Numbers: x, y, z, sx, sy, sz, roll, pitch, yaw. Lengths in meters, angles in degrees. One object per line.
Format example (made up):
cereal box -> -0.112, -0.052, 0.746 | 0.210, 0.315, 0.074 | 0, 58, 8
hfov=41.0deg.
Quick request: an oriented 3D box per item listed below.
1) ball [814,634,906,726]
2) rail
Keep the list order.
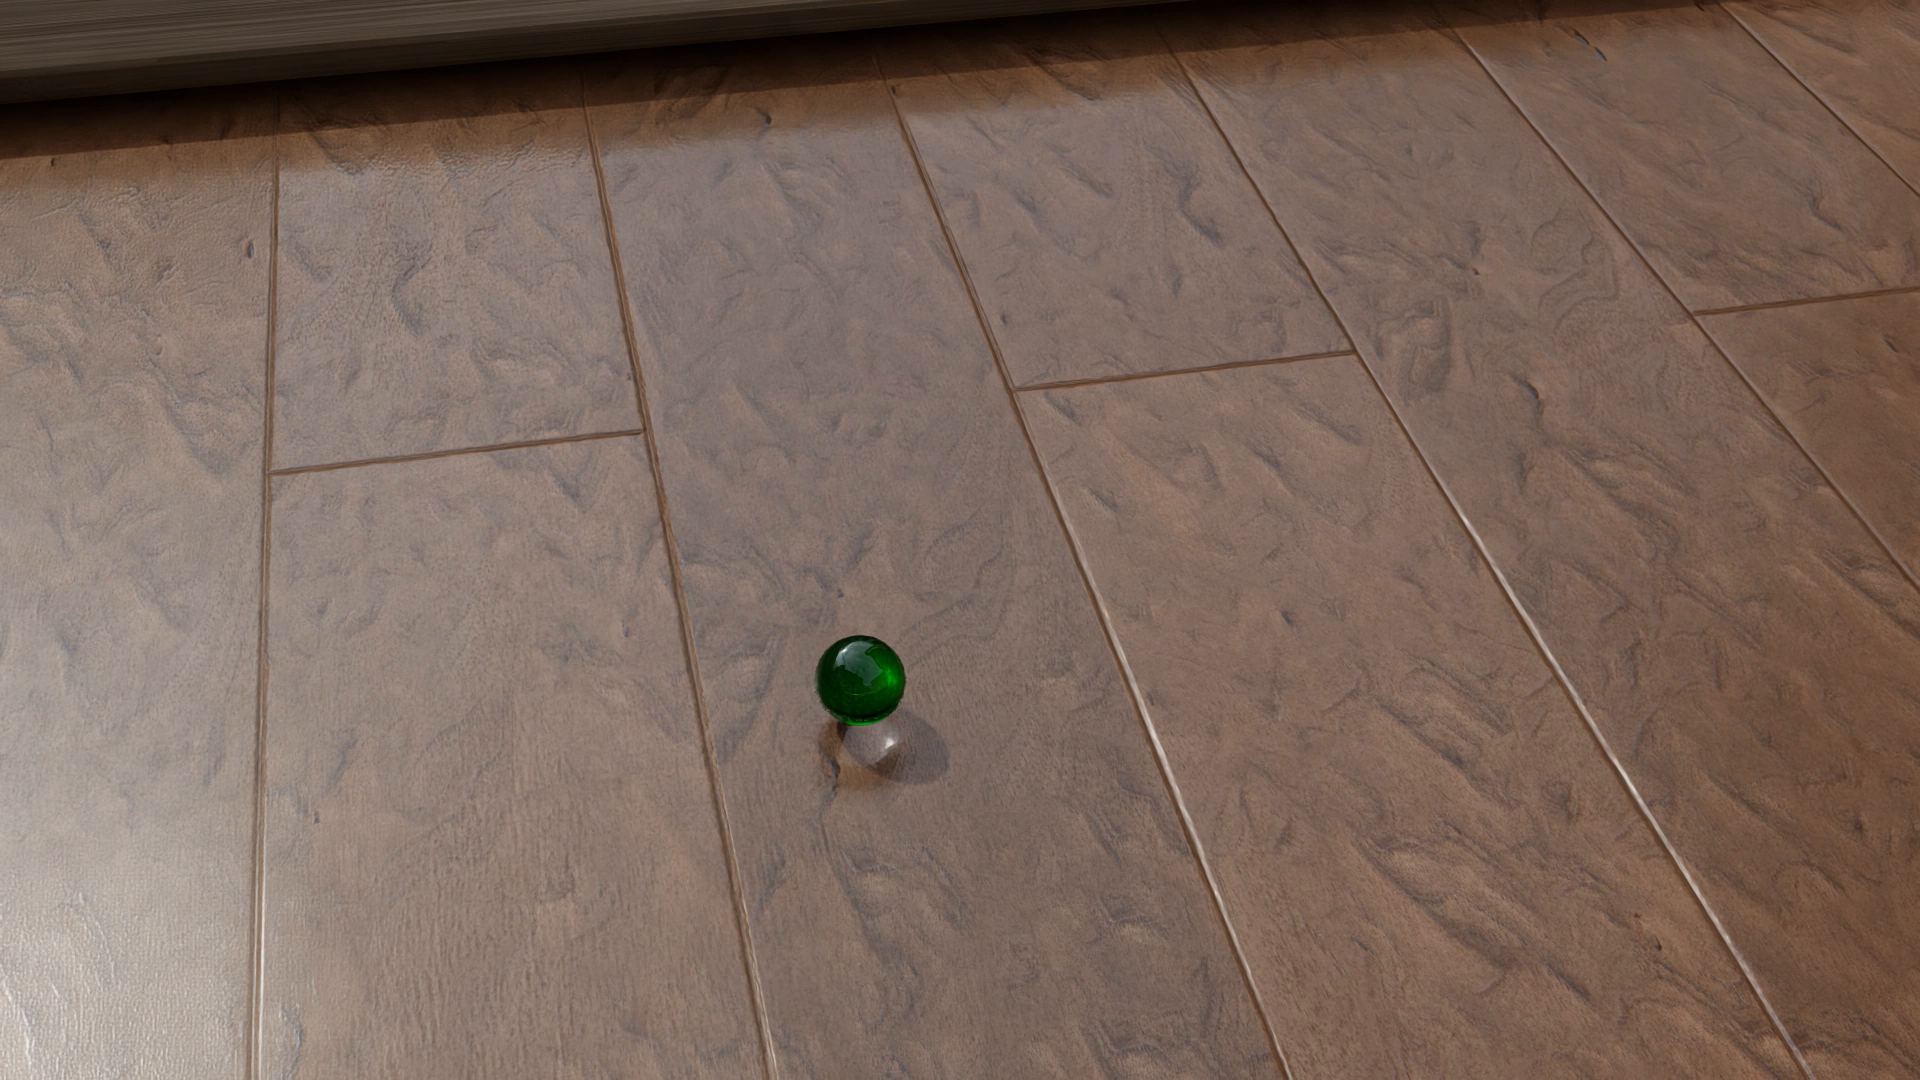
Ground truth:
ball -> -0.057, 0.080, 1.470 | 0.052, 0.052, 0.052 | 0, 36, 0
rail -> 0.606, -0.551, 2.297 | 3.103, 0.091, 0.045 | -7, 37, -9
